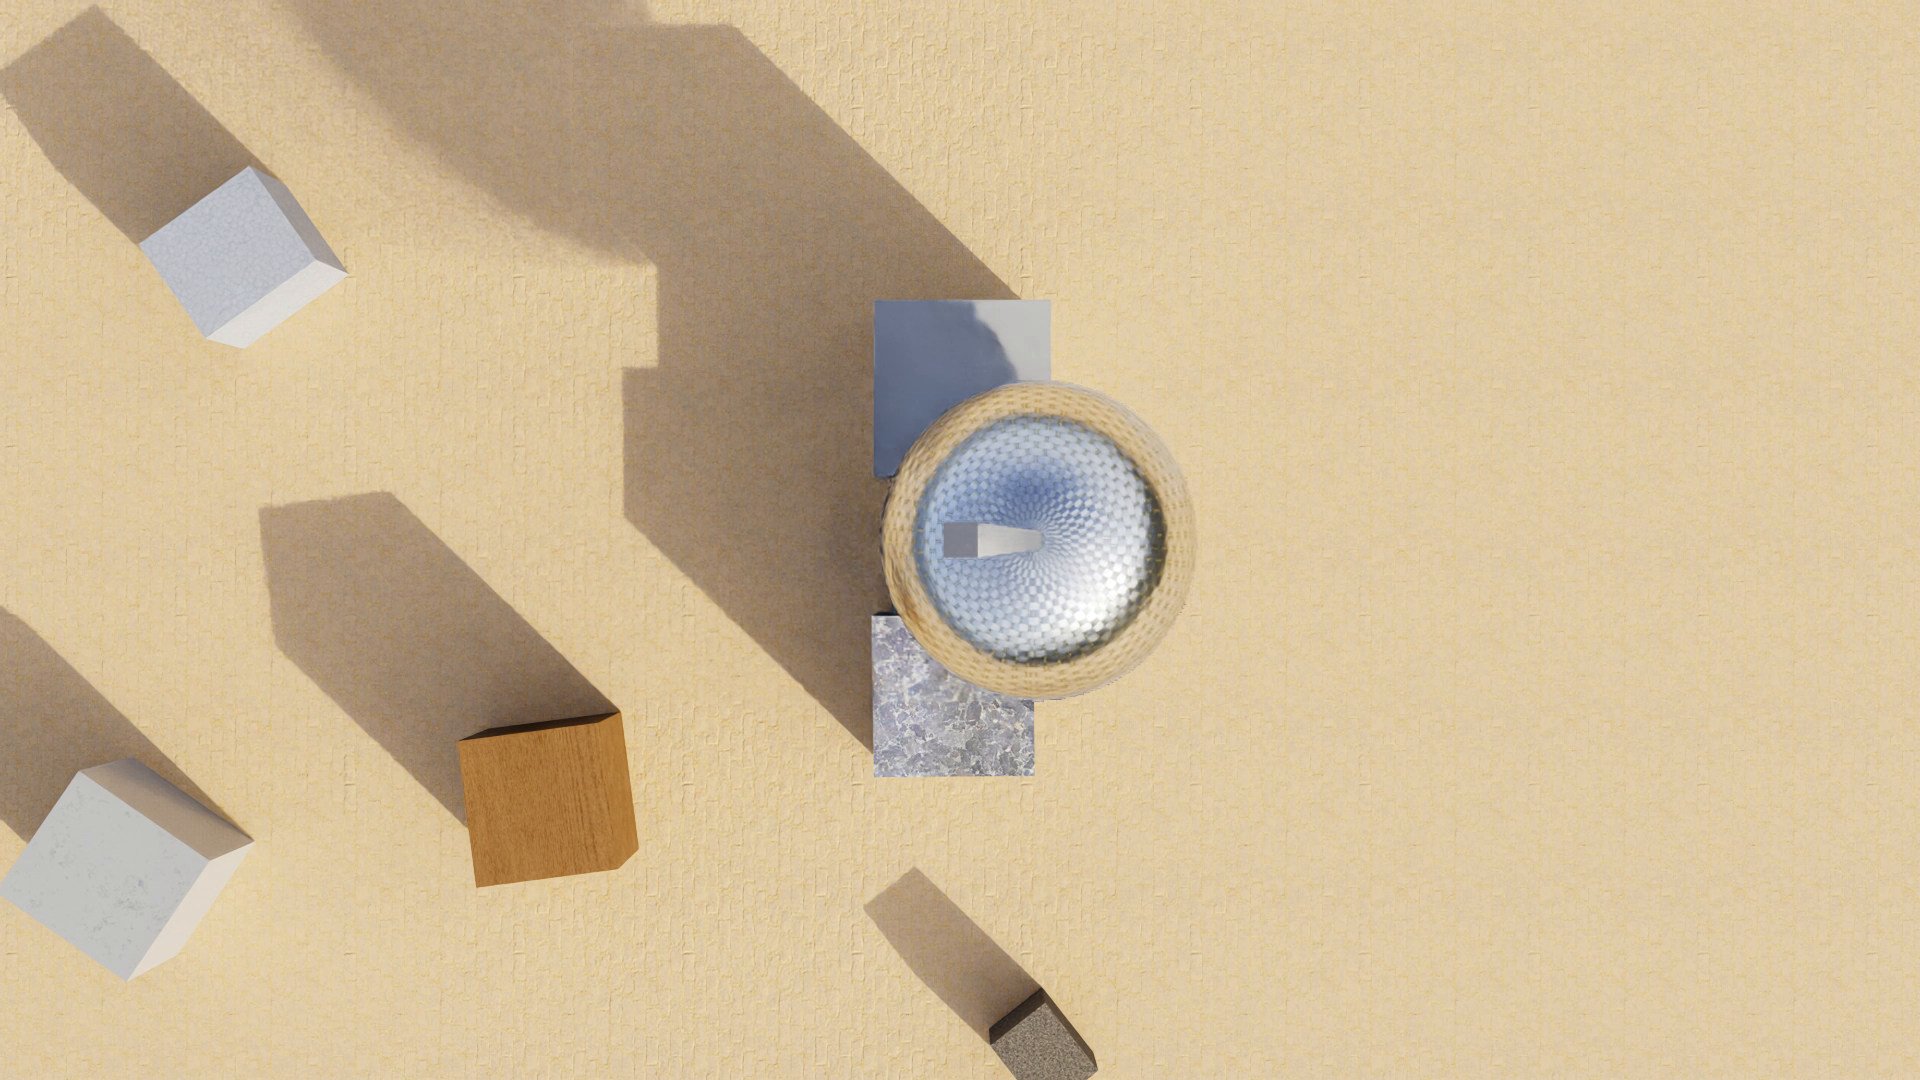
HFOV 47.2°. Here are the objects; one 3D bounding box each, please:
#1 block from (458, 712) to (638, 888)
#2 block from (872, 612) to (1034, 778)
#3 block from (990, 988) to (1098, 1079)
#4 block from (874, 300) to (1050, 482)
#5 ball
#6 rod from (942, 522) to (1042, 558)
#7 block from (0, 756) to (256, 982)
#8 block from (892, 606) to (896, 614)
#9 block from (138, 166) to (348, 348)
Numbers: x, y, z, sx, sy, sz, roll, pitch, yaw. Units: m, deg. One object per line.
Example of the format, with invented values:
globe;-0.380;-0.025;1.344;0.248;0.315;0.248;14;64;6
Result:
block;-2.343;1.471;12.595;0.792;0.810;0.820;-7;90;0
block;-0.036;0.861;12.552;0.887;0.896;0.884;0;90;0
block;0.481;2.959;12.777;0.400;0.446;0.494;-38;90;0
block;0.013;-0.824;12.457;0.958;1.085;0.955;0;90;0
ball;0.391;0.000;11.052;1.600;1.600;1.600;0;90;0
rod;0.170;0.000;7.660;0.080;5.200;0.080;0;90;4
block;-4.759;1.867;12.602;0.883;0.796;0.816;35;90;0
block;0.019;0.035;12.581;0.787;0.838;0.743;0;90;0
block;-4.108;-1.614;12.665;0.763;0.670;0.647;-35;90;0
